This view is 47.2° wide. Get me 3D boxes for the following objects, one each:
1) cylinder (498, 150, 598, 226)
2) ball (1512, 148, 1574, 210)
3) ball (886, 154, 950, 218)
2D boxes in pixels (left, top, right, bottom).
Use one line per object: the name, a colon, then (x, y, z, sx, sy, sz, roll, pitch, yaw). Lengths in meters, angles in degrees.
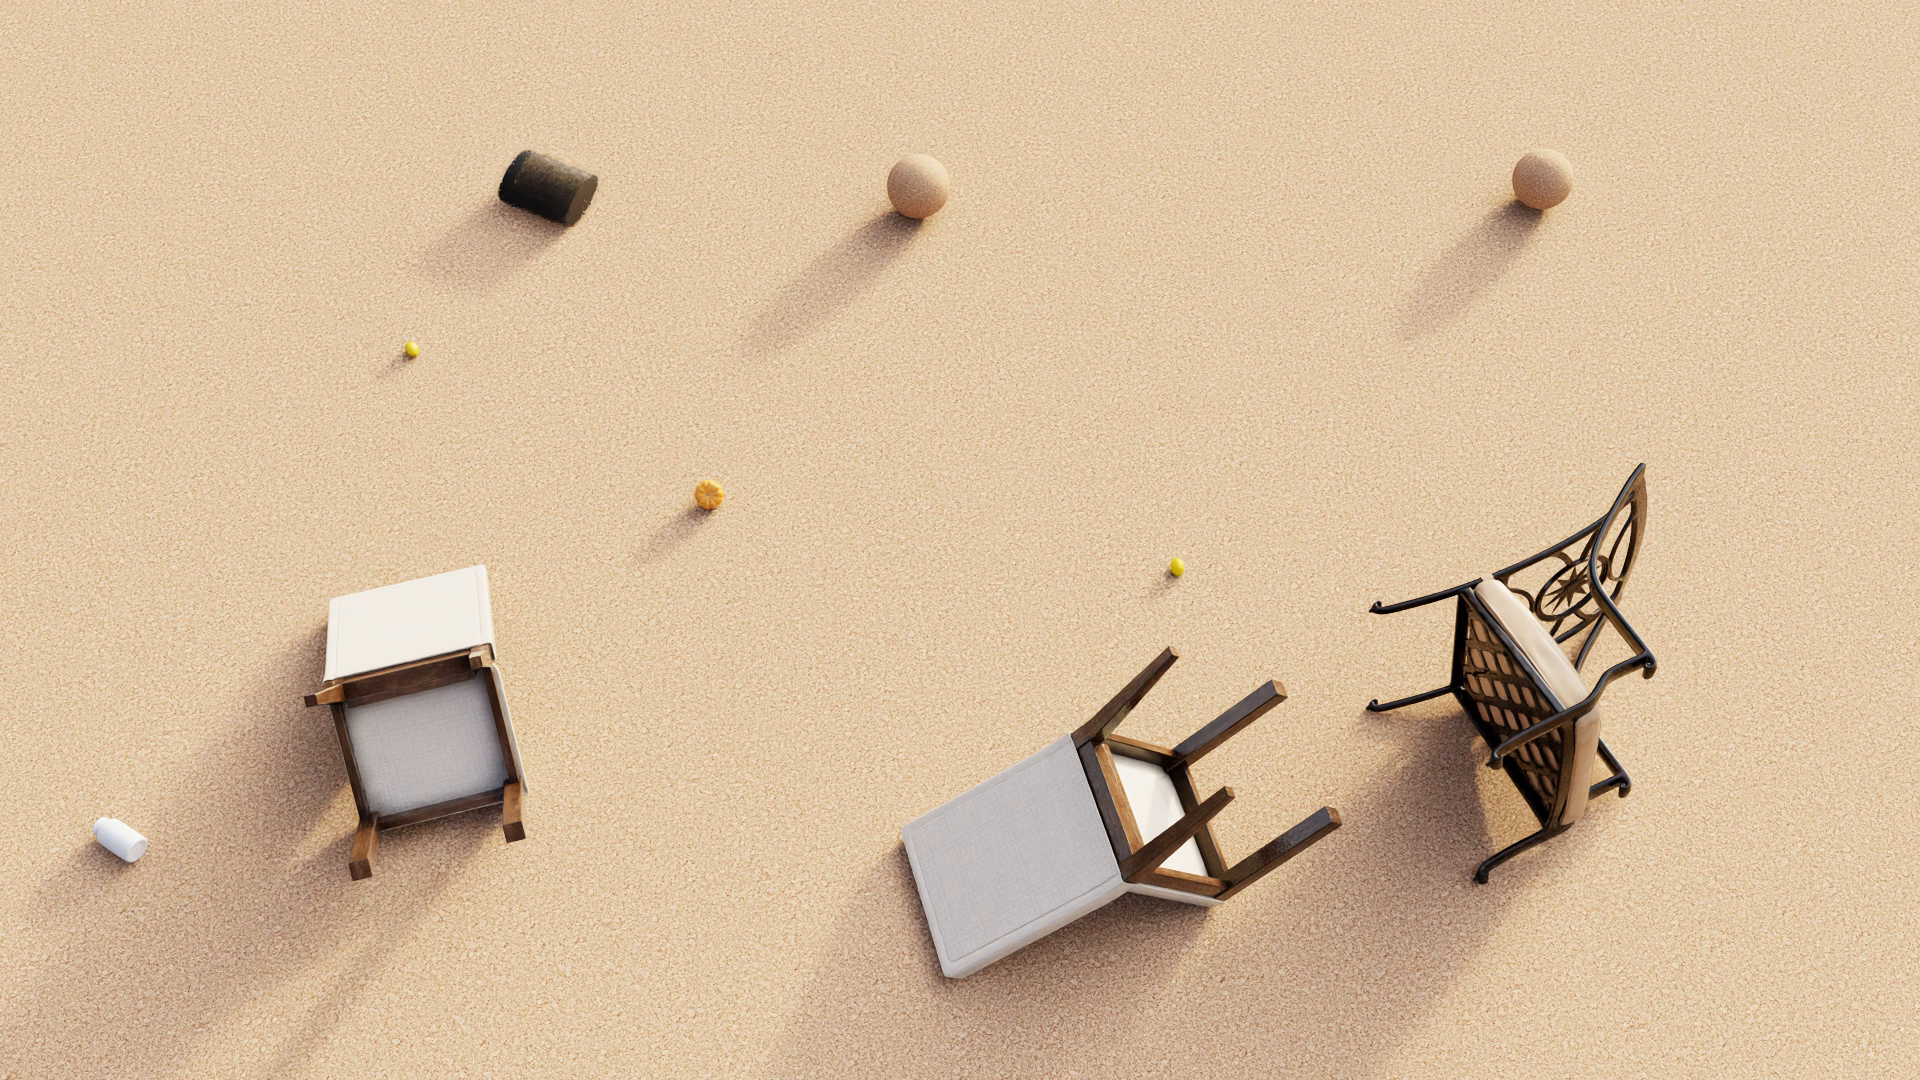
cylinder: (-1.365, -1.168, 7.287, 0.262, 0.116, 0.206, 22, 67, 14)
ball: (1.923, -1.191, 7.254, 0.197, 0.197, 0.197, 0, 56, 0)
ball: (-0.137, -1.163, 7.228, 0.209, 0.209, 0.209, 0, 56, 0)
